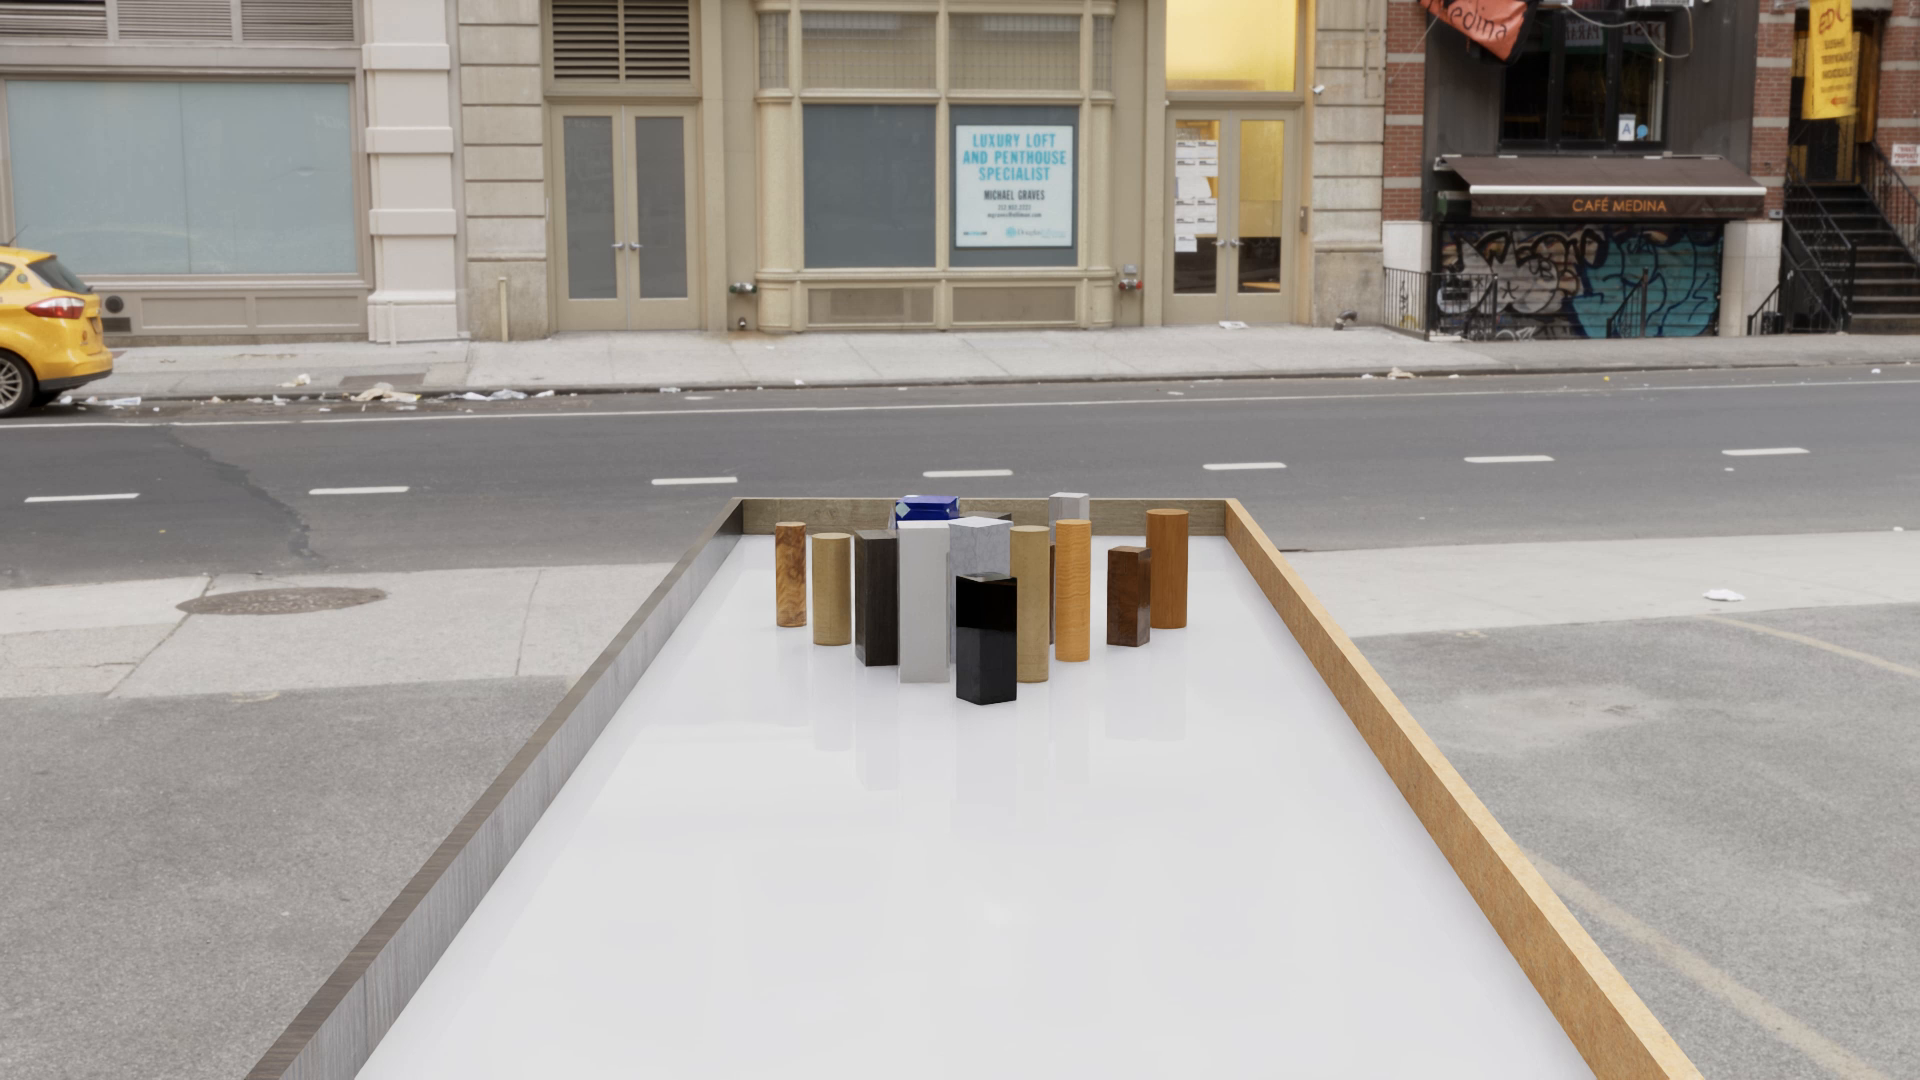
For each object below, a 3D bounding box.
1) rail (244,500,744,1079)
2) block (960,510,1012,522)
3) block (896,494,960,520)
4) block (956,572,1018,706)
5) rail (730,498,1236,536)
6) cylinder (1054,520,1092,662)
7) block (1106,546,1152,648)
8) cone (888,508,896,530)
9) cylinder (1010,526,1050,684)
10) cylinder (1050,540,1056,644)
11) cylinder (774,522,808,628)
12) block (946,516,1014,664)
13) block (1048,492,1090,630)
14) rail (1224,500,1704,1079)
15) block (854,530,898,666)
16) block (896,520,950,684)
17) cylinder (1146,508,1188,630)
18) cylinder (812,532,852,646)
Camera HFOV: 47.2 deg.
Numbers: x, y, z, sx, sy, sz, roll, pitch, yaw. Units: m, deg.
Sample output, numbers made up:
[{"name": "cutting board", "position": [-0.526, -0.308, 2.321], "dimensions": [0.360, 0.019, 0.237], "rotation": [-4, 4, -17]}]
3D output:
[{"name": "rail", "position": [-1.004, 0.839, 3.234], "dimensions": [0.050, 0.150, 12.000], "rotation": [0, 9, 1]}, {"name": "block", "position": [0.072, 0.102, 7.172], "dimensions": [0.144, 0.373, 0.144], "rotation": [4, 10, 26]}, {"name": "block", "position": [-0.101, 0.098, 6.923], "dimensions": [0.169, 0.459, 0.169], "rotation": [2, 9, 11]}, {"name": "block", "position": [0.074, 0.274, 6.162], "dimensions": [0.124, 0.349, 0.124], "rotation": [-6, 11, -32]}, {"name": "rail", "position": [0.099, -0.098, 9.147], "dimensions": [2.100, 0.150, 0.050], "rotation": [0, 9, 1]}, {"name": "cylinder", "position": [0.344, 0.154, 6.691], "dimensions": [0.107, 0.423, 0.107], "rotation": [0, 9, 0]}, {"name": "block", "position": [0.532, 0.177, 6.931], "dimensions": [0.104, 0.301, 0.104], "rotation": [5, 10, 27]}, {"name": "cone", "position": [-0.221, 0.083, 7.176], "dimensions": [0.156, 0.410, 0.156], "rotation": [0, 9, 0]}, {"name": "cylinder", "position": [0.203, 0.187, 6.408], "dimensions": [0.117, 0.446, 0.117], "rotation": [0, 9, 0]}, {"name": "cylinder", "position": [0.215, 0.167, 6.947], "dimensions": [0.173, 0.317, 0.173], "rotation": [0, 9, 0]}, {"name": "cylinder", "position": [-0.555, 0.113, 7.225], "dimensions": [0.102, 0.335, 0.102], "rotation": [0, 9, 0]}, {"name": "block", "position": [0.048, 0.155, 6.672], "dimensions": [0.162, 0.425, 0.162], "rotation": [9, 12, 43]}, {"name": "block", "position": [0.355, 0.069, 7.178], "dimensions": [0.104, 0.436, 0.104], "rotation": [3, 10, 21]}, {"name": "rail", "position": [1.046, 0.843, 3.208], "dimensions": [0.050, 0.150, 12.000], "rotation": [0, 9, 1]}, {"name": "block", "position": [-0.217, 0.173, 6.683], "dimensions": [0.178, 0.387, 0.178], "rotation": [-2, 9, -13]}, {"name": "block", "position": [-0.107, 0.179, 6.427], "dimensions": [0.144, 0.455, 0.144], "rotation": [-1, 9, -5]}, {"name": "cylinder", "position": [0.678, 0.094, 7.214], "dimensions": [0.139, 0.377, 0.139], "rotation": [0, 9, 0]}, {"name": "cylinder", "position": [-0.404, 0.155, 6.941], "dimensions": [0.125, 0.341, 0.125], "rotation": [0, 9, 0]}]
